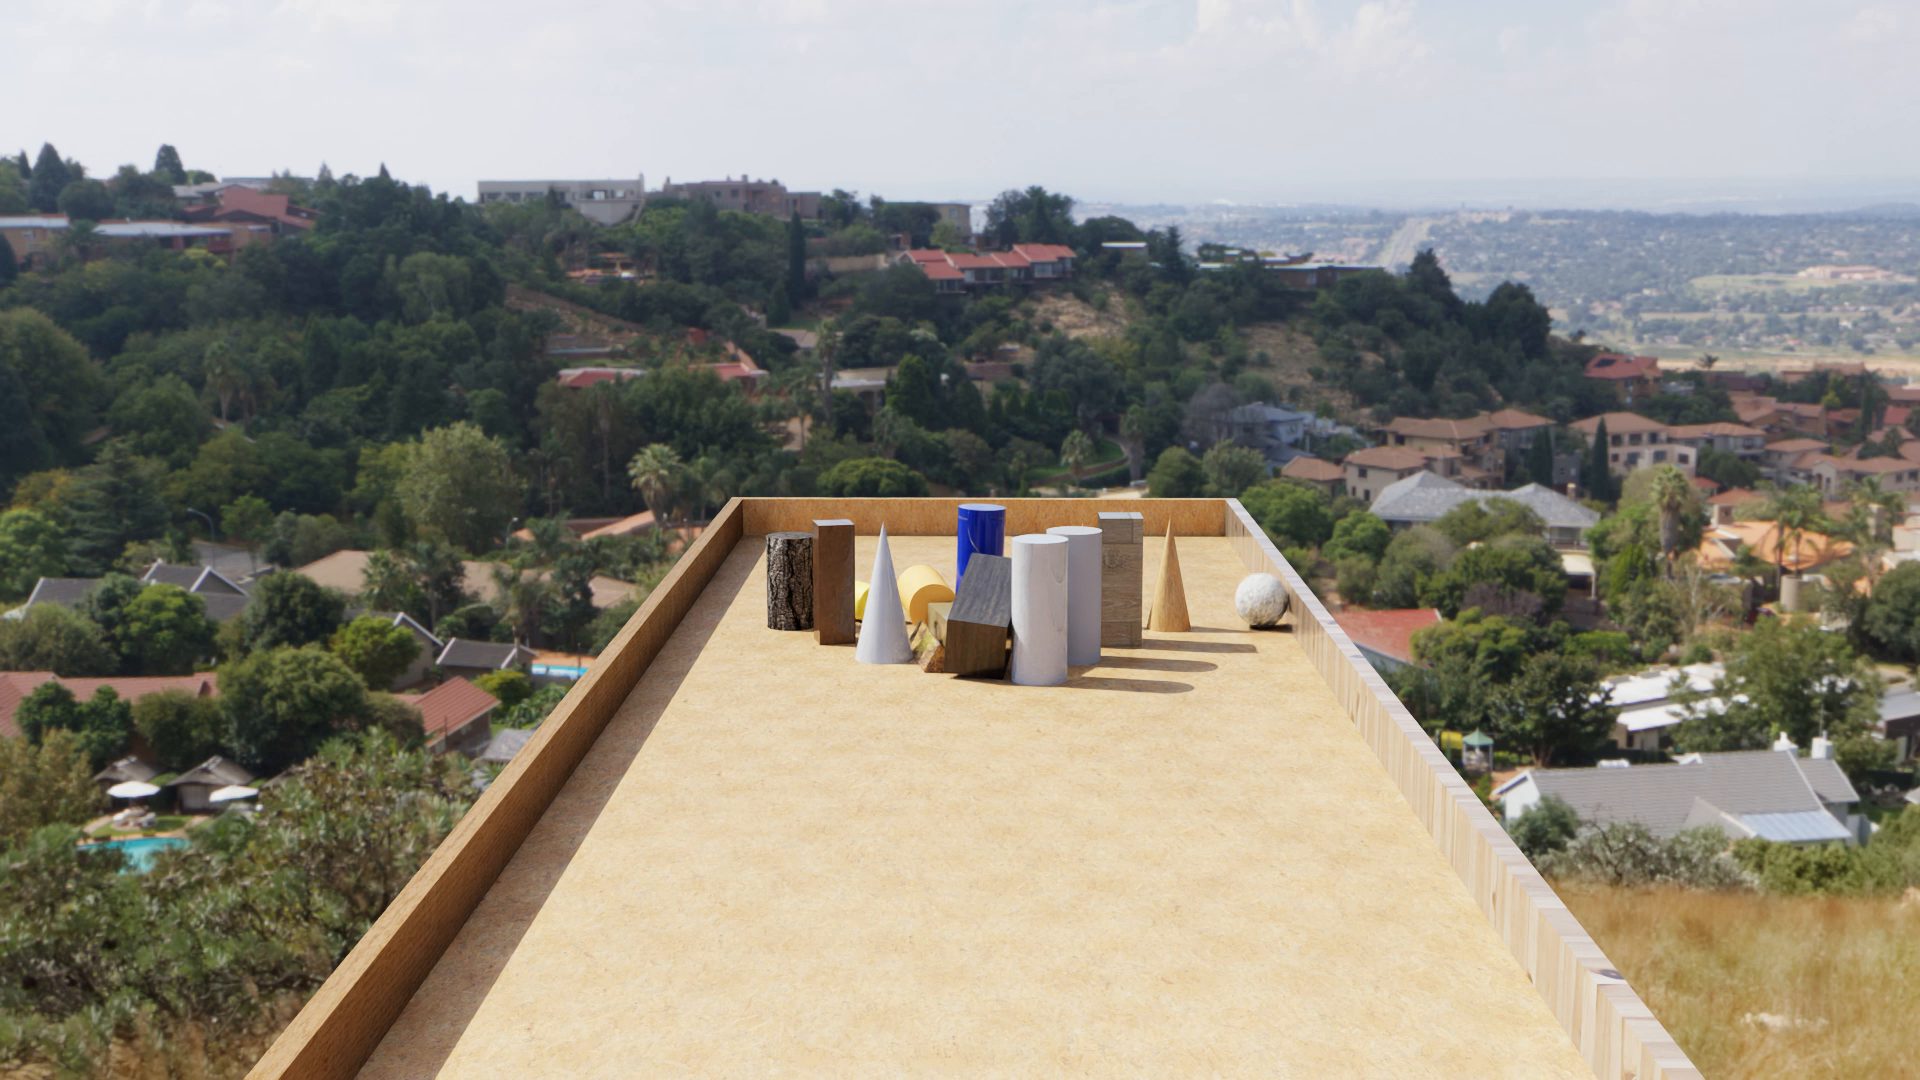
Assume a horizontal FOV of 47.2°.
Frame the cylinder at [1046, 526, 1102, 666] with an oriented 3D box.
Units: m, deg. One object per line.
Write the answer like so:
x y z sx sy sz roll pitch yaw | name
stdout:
0.345 0.168 6.673 0.168 0.399 0.168 0 9 0 | cylinder

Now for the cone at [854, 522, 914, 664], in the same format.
-0.232 0.151 6.692 0.180 0.427 0.180 0 9 0 | cone

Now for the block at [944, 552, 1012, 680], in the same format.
0.081 0.224 6.591 0.176 0.176 0.442 8 27 7 | block

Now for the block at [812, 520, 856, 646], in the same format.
-0.398 0.133 6.957 0.115 0.381 0.115 -2 9 -13 | block

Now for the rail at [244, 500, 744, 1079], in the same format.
-1.004 0.839 3.234 0.050 0.150 12.000 0 9 1 | rail

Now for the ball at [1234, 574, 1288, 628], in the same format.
0.986 0.199 7.198 0.174 0.174 0.174 0 9 0 | ball

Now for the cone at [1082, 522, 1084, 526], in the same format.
0.402 0.109 7.208 0.151 0.348 0.151 0 9 0 | cone

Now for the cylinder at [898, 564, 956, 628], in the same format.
-0.109 0.193 7.273 0.163 0.163 0.370 -1 9 -8 | cylinder

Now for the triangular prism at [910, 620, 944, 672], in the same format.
-0.090 0.320 6.711 0.096 0.083 0.388 -2 9 -9 | triangular prism

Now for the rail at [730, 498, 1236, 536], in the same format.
0.099 -0.098 9.147 2.100 0.150 0.050 0 9 1 | rail

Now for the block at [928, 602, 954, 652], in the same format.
-0.013 0.281 6.902 0.104 0.104 0.377 -2 9 -12 | block

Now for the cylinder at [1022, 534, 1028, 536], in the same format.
0.243 0.155 6.963 0.118 0.335 0.118 0 9 0 | cylinder

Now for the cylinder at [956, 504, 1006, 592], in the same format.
0.065 0.087 7.188 0.155 0.393 0.155 2 9 0 | cylinder

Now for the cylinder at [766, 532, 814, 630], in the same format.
-0.554 0.134 7.200 0.157 0.302 0.157 0 9 0 | cylinder

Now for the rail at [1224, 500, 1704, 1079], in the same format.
1.046 0.843 3.208 0.050 0.150 12.000 0 9 1 | rail

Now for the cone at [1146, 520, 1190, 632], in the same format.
0.682 0.105 7.162 0.145 0.370 0.145 0 9 0 | cone

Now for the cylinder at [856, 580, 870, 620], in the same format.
-0.411 0.186 7.438 0.125 0.125 0.437 -7 11 -36 | cylinder

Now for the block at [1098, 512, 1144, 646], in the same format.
0.503 0.124 6.929 0.133 0.407 0.133 0 9 0 | block

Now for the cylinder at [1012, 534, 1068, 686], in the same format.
0.232 0.203 6.396 0.164 0.417 0.164 0 9 0 | cylinder
